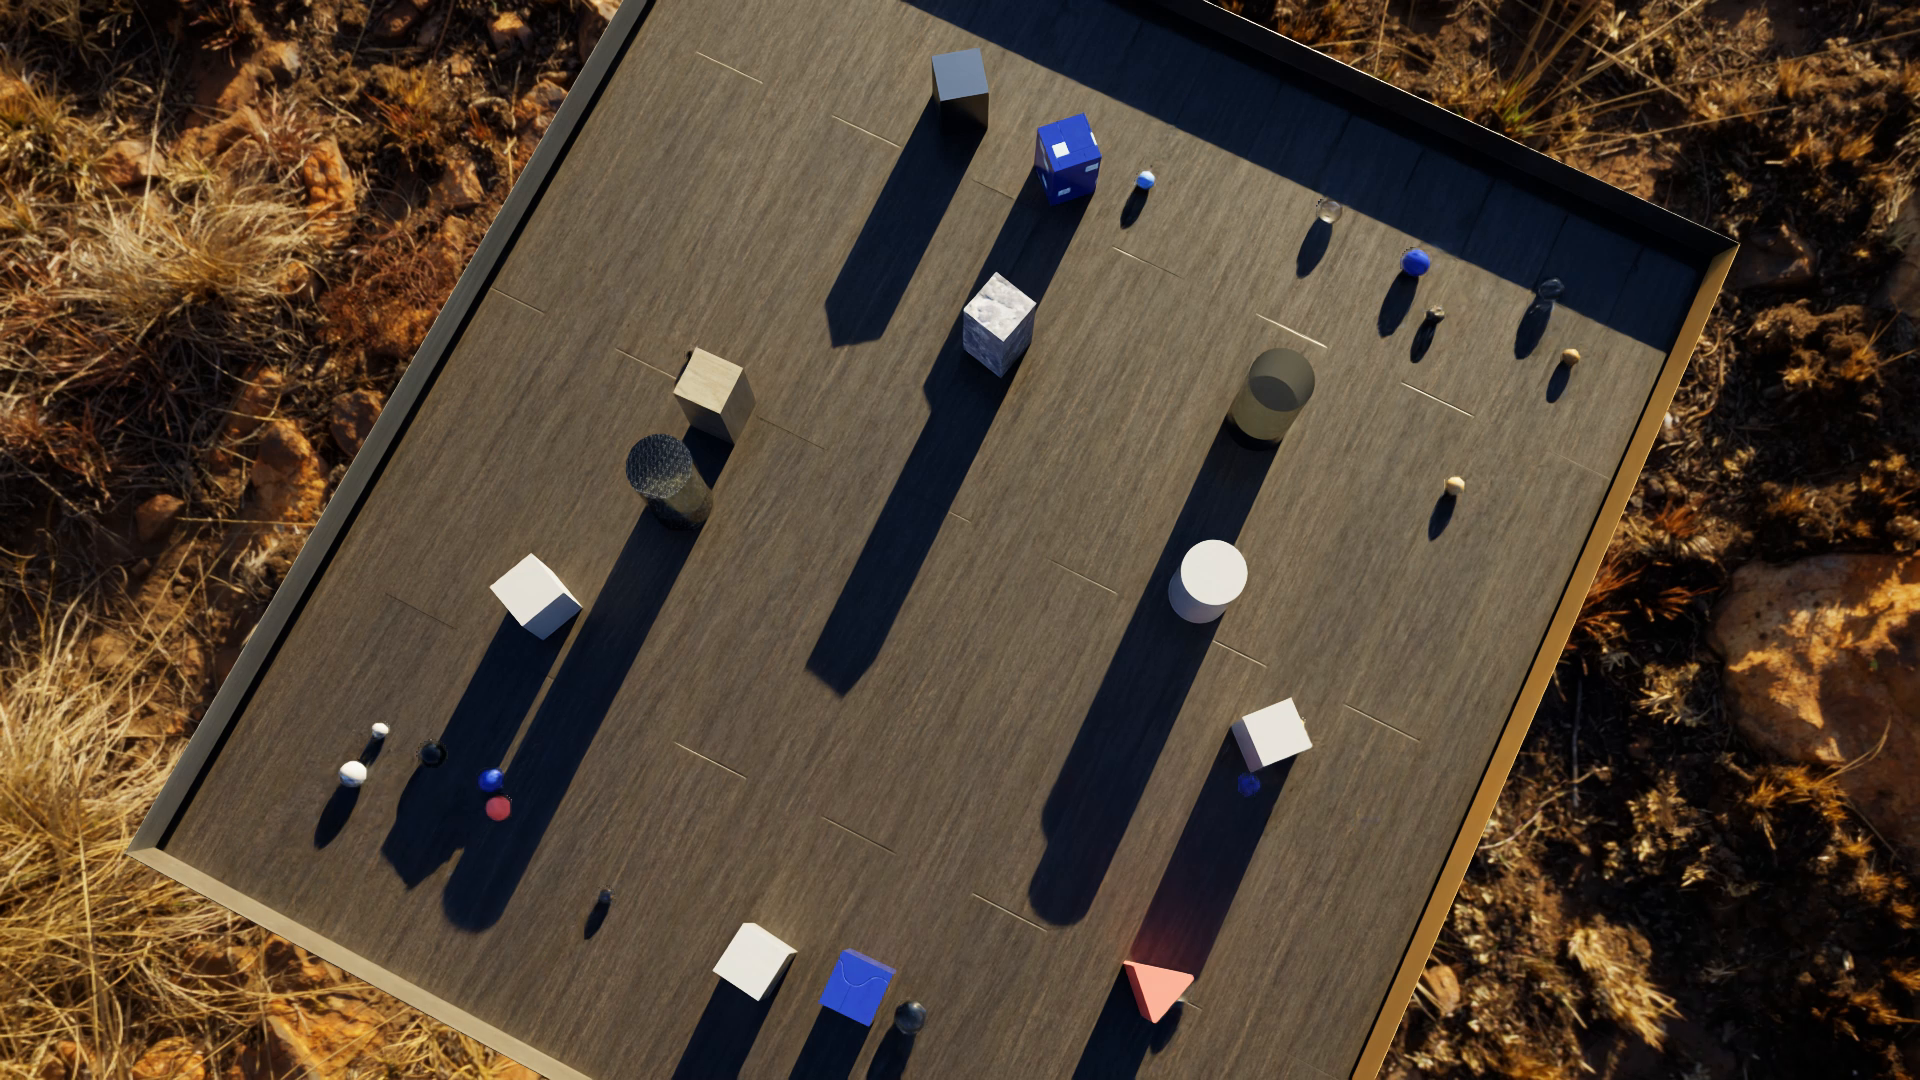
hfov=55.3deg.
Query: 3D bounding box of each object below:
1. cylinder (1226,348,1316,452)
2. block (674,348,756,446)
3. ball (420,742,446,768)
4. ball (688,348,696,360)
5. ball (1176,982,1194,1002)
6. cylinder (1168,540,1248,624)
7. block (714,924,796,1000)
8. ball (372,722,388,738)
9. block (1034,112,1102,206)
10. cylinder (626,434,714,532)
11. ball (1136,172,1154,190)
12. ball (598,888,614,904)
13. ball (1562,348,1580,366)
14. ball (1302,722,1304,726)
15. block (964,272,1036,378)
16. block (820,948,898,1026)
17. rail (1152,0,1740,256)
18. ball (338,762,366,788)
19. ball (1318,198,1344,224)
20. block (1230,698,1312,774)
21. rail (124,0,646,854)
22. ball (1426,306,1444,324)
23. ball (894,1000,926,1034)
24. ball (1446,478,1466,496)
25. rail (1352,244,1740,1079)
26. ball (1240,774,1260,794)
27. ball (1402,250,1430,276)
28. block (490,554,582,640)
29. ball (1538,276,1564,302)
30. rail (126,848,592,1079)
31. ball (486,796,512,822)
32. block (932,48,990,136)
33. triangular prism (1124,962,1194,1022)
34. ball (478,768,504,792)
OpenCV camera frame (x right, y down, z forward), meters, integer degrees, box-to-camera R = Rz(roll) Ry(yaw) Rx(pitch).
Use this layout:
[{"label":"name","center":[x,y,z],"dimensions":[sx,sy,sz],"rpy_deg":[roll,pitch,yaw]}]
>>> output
[{"label":"cylinder","center":[0.922,-0.413,5.470],"dimensions":[0.190,0.454,0.190],"rpy_deg":[0,78,0]},{"label":"block","center":[-0.734,-0.429,5.520],"dimensions":[0.152,0.362,0.152],"rpy_deg":[24,79,5]},{"label":"ball","center":[-1.568,0.639,5.446],"dimensions":[0.075,0.075,0.075],"rpy_deg":[0,78,0]},{"label":"ball","center":[-0.828,-0.577,5.712],"dimensions":[0.046,0.046,0.046],"rpy_deg":[0,78,0]},{"label":"ball","center":[0.645,1.307,5.310],"dimensions":[0.062,0.062,0.062],"rpy_deg":[0,78,0]},{"label":"cylinder","center":[0.729,0.127,5.420],"dimensions":[0.190,0.333,0.190],"rpy_deg":[0,78,0]},{"label":"block","center":[-0.580,1.200,5.223],"dimensions":[0.152,0.285,0.152],"rpy_deg":[32,80,6]},{"label":"ball","center":[-1.733,0.570,5.474],"dimensions":[0.048,0.048,0.048],"rpy_deg":[0,78,0]},{"label":"block","center":[0.334,-1.185,5.721],"dimensions":[0.152,0.275,0.152],"rpy_deg":[-19,79,-4]},{"label":"cylinder","center":[-0.855,-0.164,5.423],"dimensions":[0.190,0.445,0.190],"rpy_deg":[0,78,0]},{"label":"ball","center":[0.591,-1.143,5.824],"dimensions":[0.057,0.057,0.057],"rpy_deg":[0,78,0]},{"label":"ball","center":[-1.037,1.045,5.377],"dimensions":[0.046,0.046,0.046],"rpy_deg":[0,78,0]},{"label":"ball","center":[1.902,-0.570,5.708],"dimensions":[0.052,0.052,0.052],"rpy_deg":[0,78,0]},{"label":"ball","center":[1.004,0.557,5.468],"dimensions":[0.049,0.049,0.049],"rpy_deg":[0,78,0]},{"label":"block","center":[0.117,-0.647,5.561],"dimensions":[0.152,0.372,0.152],"rpy_deg":[39,81,7]},{"label":"block","center":[-0.284,1.258,5.167],"dimensions":[0.152,0.371,0.152],"rpy_deg":[24,79,5]},{"label":"rail","center":[0.846,-1.651,5.894],"dimensions":[3.494,0.124,0.045],"rpy_deg":[26,80,5]},{"label":"ball","center":[-1.800,0.695,5.432],"dimensions":[0.079,0.079,0.079],"rpy_deg":[0,78,0]},{"label":"ball","center":[1.172,-1.040,5.792],"dimensions":[0.077,0.077,0.077],"rpy_deg":[0,78,0]},{"label":"block","center":[0.910,0.575,5.373],"dimensions":[0.152,0.244,0.152],"rpy_deg":[-21,79,-4]},{"label":"rail","center":[-1.542,-0.748,5.707],"dimensions":[0.045,0.124,3.833],"rpy_deg":[26,80,5]},{"label":"ball","center":[1.486,-0.704,5.734],"dimensions":[0.055,0.055,0.055],"rpy_deg":[0,78,0]},{"label":"ball","center":[-0.143,1.375,5.283],"dimensions":[0.095,0.095,0.095],"rpy_deg":[0,78,0]},{"label":"ball","center":[1.519,-0.164,5.620],"dimensions":[0.059,0.059,0.059],"rpy_deg":[0,78,0]},{"label":"rail","center":[1.542,0.761,5.395],"dimensions":[0.045,0.124,3.833],"rpy_deg":[26,80,5]},{"label":"ball","center":[0.860,0.725,5.435],"dimensions":[0.061,0.061,0.061],"rpy_deg":[0,78,0]},{"label":"ball","center":[1.433,-0.869,5.753],"dimensions":[0.084,0.084,0.084],"rpy_deg":[0,78,0]},{"label":"block","center":[-1.255,0.171,5.440],"dimensions":[0.152,0.275,0.152],"rpy_deg":[-40,81,-8]},{"label":"ball","center":[1.851,-0.786,5.739],"dimensions":[0.079,0.079,0.079],"rpy_deg":[0,78,0]},{"label":"rail","center":[-0.846,1.664,5.208],"dimensions":[3.494,0.124,0.045],"rpy_deg":[26,80,5]},{"label":"ball","center":[-1.364,0.793,5.414],"dimensions":[0.075,0.075,0.075],"rpy_deg":[0,78,0]},{"label":"block","center":[0.000,-1.409,5.774],"dimensions":[0.152,0.262,0.152],"rpy_deg":[-11,79,-2]},{"label":"triangular prism","center":[0.533,1.247,5.190],"dimensions":[0.143,0.331,0.165],"rpy_deg":[41,81,8]},{"label":"ball","center":[-1.392,0.713,5.432],"dimensions":[0.072,0.072,0.072],"rpy_deg":[0,78,0]}]
